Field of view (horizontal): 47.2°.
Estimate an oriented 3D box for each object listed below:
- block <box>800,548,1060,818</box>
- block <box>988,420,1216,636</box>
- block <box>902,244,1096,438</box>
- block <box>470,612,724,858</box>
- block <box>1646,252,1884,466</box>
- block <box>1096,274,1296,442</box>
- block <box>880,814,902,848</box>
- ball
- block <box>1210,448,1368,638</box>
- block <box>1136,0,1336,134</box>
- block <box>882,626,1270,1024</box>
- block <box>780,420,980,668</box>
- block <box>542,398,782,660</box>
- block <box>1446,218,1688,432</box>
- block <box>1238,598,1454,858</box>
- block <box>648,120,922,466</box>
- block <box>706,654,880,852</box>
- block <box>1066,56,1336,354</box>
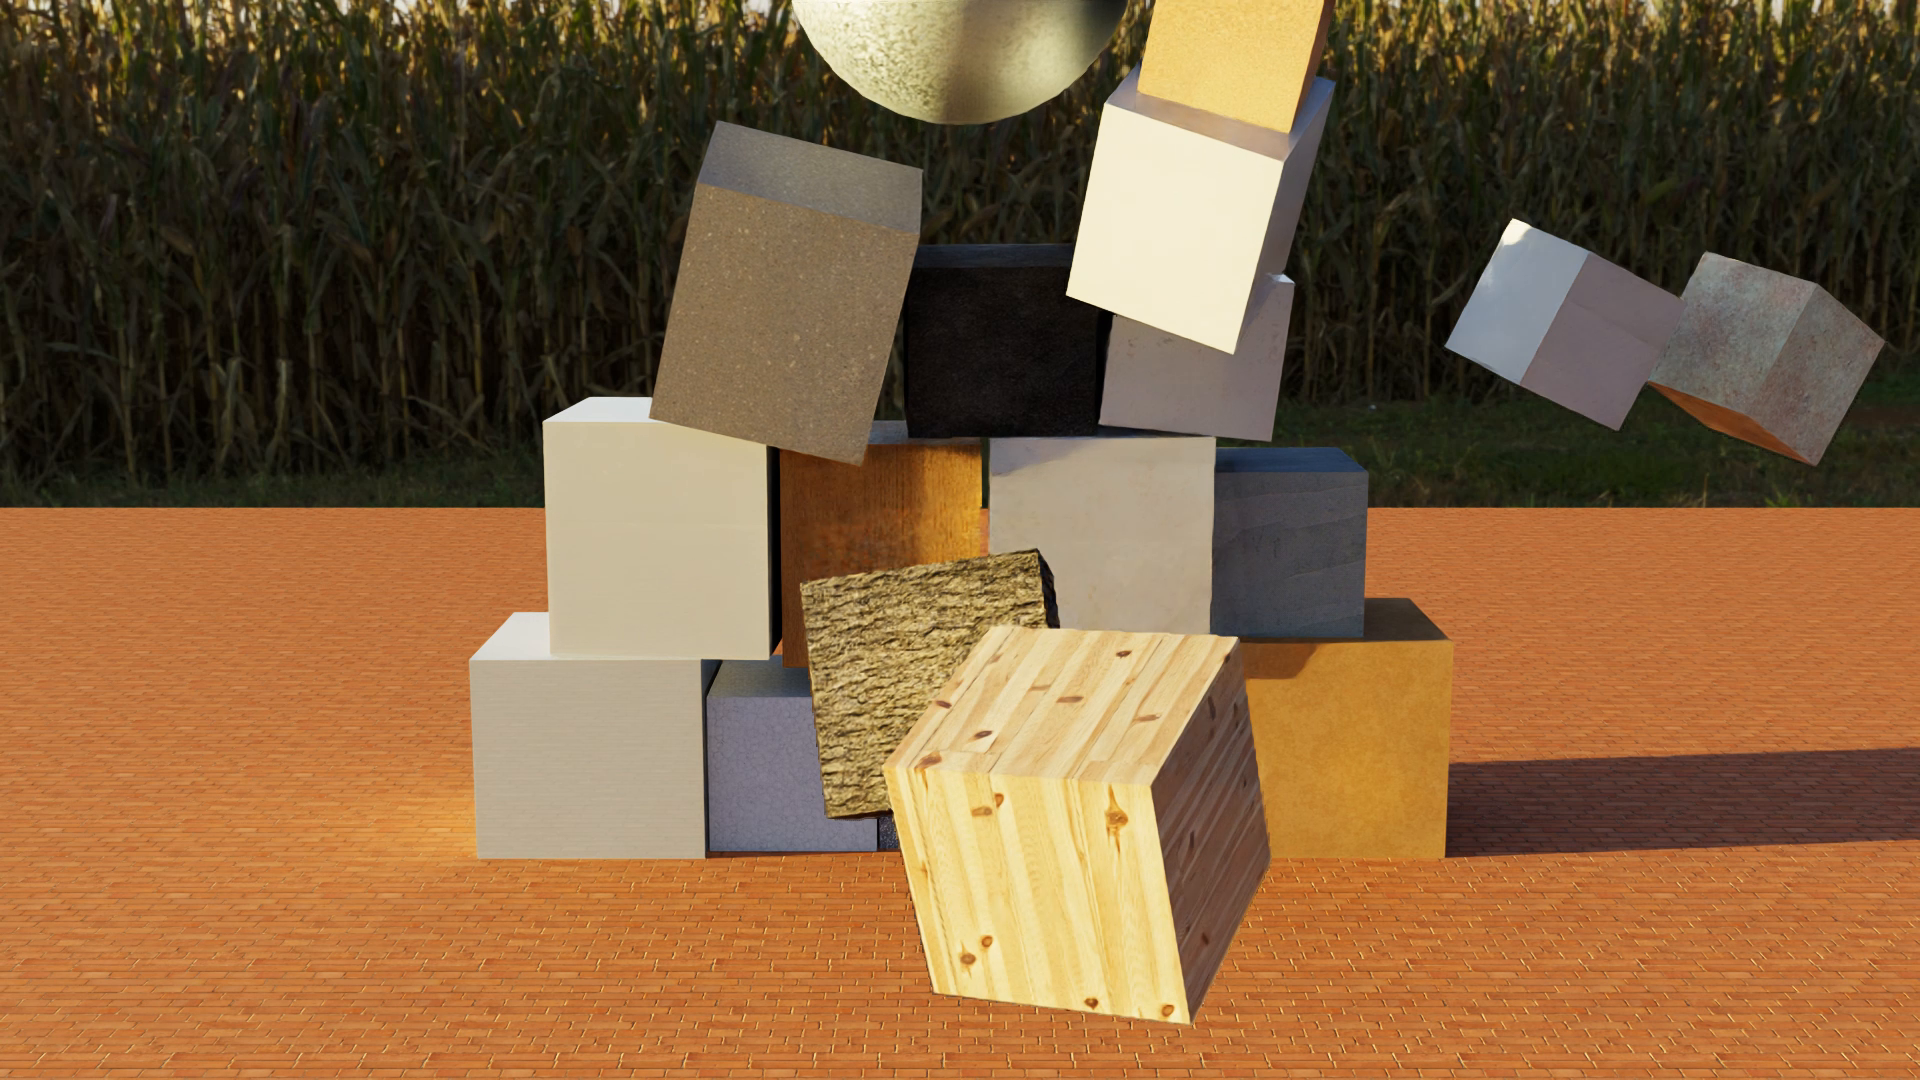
[{"bbox_3d":[-0.057,0.580,8.561,0.903,0.887,0.781,-8,-8,6],"label":"block"},{"bbox_3d":[0.675,-0.045,10.998,1.065,1.154,0.972,0,15,0],"label":"block"},{"bbox_3d":[0.176,-0.986,10.726,0.884,0.806,0.848,-1,15,-3],"label":"block"},{"bbox_3d":[-1.826,0.983,11.338,1.128,1.009,1.103,0,10,0],"label":"block"},{"bbox_3d":[4.082,-0.924,11.213,0.731,0.720,0.689,25,5,-38],"label":"block"},{"bbox_3d":[1.087,-0.988,10.752,0.830,0.761,0.890,5,15,-5],"label":"block"},{"bbox_3d":[0.002,1.007,11.371,0.813,0.951,0.836,0,10,0],"label":"block"},{"bbox_3d":[0.000,-2.667,9.828,1.600,1.600,1.600,0,10,0],"label":"ball"},{"bbox_3d":[1.599,-0.003,11.193,0.773,0.822,0.877,0,10,0],"label":"block"},{"bbox_3d":[1.220,-2.267,9.383,0.677,0.669,0.665,18,41,9],"label":"block"},{"bbox_3d":[0.377,0.821,6.567,0.809,0.802,0.815,1,28,26],"label":"block"},{"bbox_3d":[-0.385,0.000,11.168,0.973,1.103,0.935,0,10,0],"label":"block"},{"bbox_3d":[-1.439,-0.083,11.135,1.079,1.160,1.019,1,10,3],"label":"block"},{"bbox_3d":[2.966,-1.055,10.783,0.722,0.700,0.597,19,13,-31],"label":"block"},{"bbox_3d":[1.815,0.942,11.336,1.174,1.090,1.091,0,10,0],"label":"block"},{"bbox_3d":[-0.815,-1.182,10.452,1.016,1.177,0.950,13,27,-6],"label":"block"},{"bbox_3d":[-0.833,1.085,11.383,0.837,0.793,0.920,0,10,0],"label":"block"},{"bbox_3d":[1.070,-1.564,9.820,0.805,0.989,0.812,21,42,13],"label":"block"}]
